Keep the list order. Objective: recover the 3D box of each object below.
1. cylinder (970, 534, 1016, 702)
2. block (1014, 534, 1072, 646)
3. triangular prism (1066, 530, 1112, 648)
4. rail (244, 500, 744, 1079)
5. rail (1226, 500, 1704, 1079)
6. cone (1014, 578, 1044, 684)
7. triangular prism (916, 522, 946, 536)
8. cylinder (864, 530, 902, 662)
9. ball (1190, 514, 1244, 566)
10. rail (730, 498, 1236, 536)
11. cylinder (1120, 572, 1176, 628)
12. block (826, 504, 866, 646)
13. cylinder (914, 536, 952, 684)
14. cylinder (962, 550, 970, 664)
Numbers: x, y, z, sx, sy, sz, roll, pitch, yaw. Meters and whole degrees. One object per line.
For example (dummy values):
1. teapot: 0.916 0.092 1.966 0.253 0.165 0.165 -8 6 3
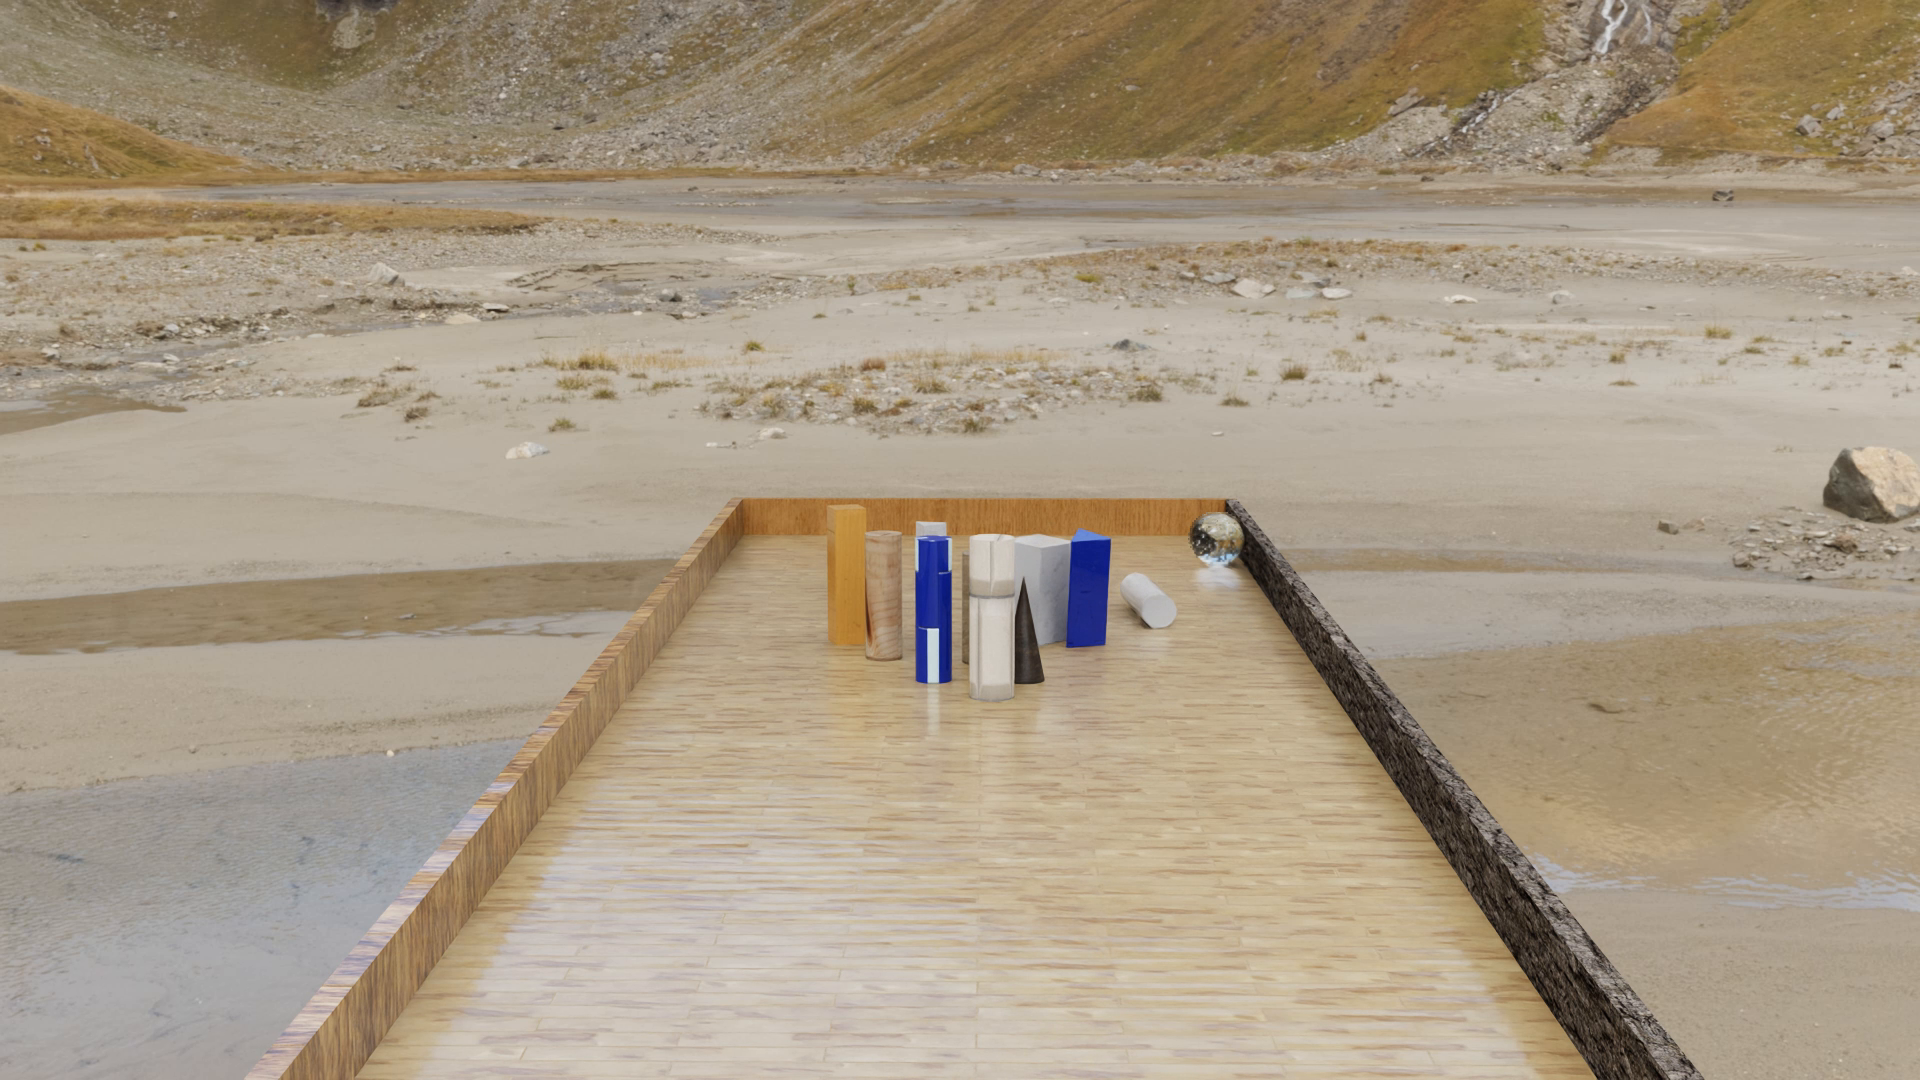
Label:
1. cylinder: 0.090 0.218 6.183 0.128 0.455 0.128 0 9 0
2. block: 0.247 0.158 6.975 0.162 0.317 0.162 -9 16 -44
3. triangular prism: 0.385 0.149 6.888 0.129 0.352 0.111 -4 20 -16
4. rail: -1.004 0.839 3.234 0.050 0.150 12.000 0 9 1
5. rail: 1.046 0.843 3.208 0.050 0.150 12.000 0 9 1
6. cone: 0.185 0.255 6.407 0.127 0.311 0.127 0 9 0
7. triangular prism: -0.107 0.136 6.923 0.084 0.384 0.097 8 12 43
8. cylinder: -0.233 0.170 6.706 0.114 0.385 0.114 0 9 0
9. ball: 0.981 -0.002 8.381 0.201 0.201 0.201 0 9 0
10. rail: 0.099 -0.098 9.147 2.100 0.150 0.050 0 9 1
11. cylinder: 0.628 0.201 7.371 0.114 0.114 0.413 -1 9 -6
12. block: -0.357 0.109 6.947 0.101 0.431 0.101 -3 9 -18
13. cylinder: -0.077 0.202 6.399 0.107 0.419 0.107 0 9 0
14. cylinder: 0.081 0.203 6.658 0.151 0.335 0.151 0 9 0
